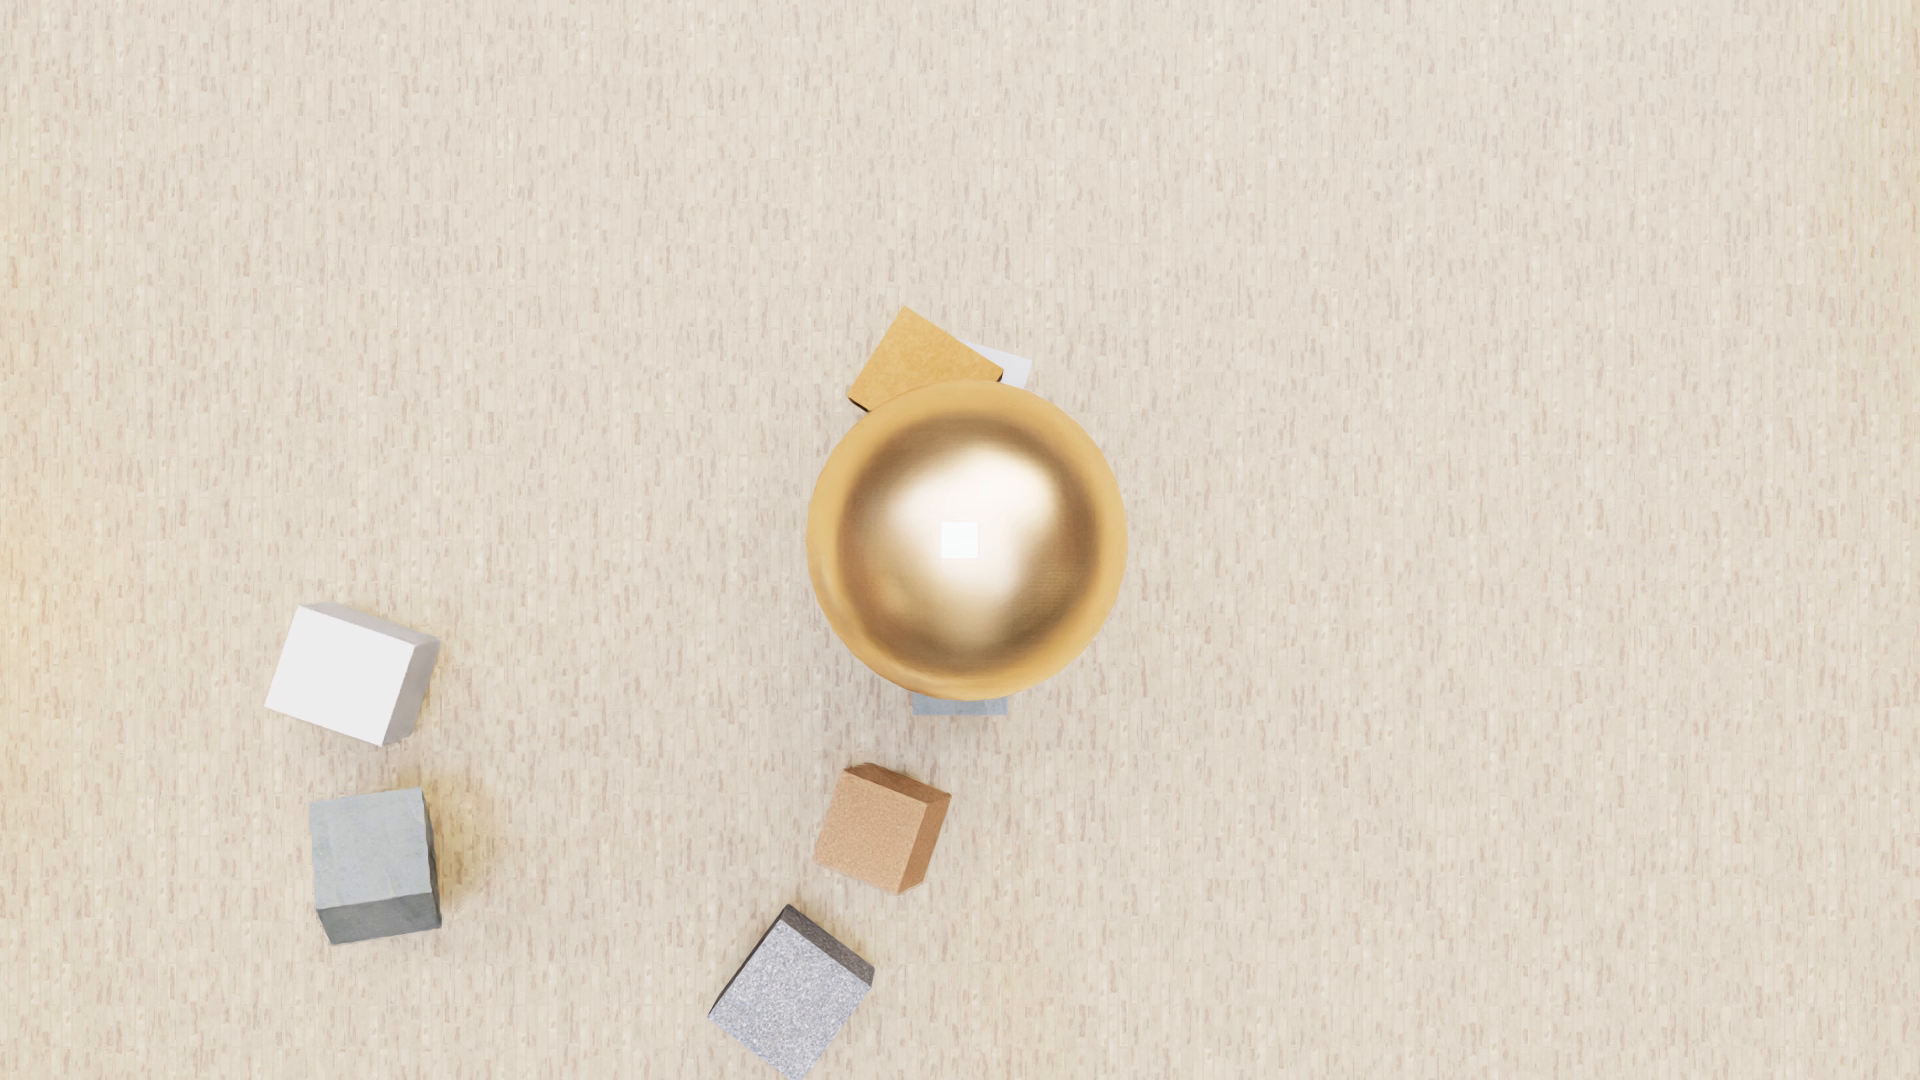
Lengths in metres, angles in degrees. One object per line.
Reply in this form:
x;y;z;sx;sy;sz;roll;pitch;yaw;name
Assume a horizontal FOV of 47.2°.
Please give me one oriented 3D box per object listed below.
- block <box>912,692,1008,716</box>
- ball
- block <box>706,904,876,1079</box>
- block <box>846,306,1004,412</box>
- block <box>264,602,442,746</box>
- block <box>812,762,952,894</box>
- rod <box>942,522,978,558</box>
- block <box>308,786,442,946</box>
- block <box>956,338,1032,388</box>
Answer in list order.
0.001;0.741;12.749;0.538;0.501;0.511;0;90;0;block
0.033;0.000;10.893;1.600;1.600;1.600;0;90;0;ball
-0.966;2.616;12.719;0.646;0.563;0.693;37;90;0;block
-0.184;-0.829;11.888;0.627;0.645;0.564;33;90;0;block
-3.477;0.761;12.662;0.691;0.677;0.597;19;90;0;block
-0.445;1.651;12.656;0.537;0.534;0.544;20;94;14;block
0.014;0.000;7.493;0.080;5.200;0.080;0;90;0;rod
-3.294;1.840;12.412;0.616;0.560;0.638;-8;61;-11;block
-0.095;-0.697;12.605;0.784;0.789;0.857;16;90;0;block
